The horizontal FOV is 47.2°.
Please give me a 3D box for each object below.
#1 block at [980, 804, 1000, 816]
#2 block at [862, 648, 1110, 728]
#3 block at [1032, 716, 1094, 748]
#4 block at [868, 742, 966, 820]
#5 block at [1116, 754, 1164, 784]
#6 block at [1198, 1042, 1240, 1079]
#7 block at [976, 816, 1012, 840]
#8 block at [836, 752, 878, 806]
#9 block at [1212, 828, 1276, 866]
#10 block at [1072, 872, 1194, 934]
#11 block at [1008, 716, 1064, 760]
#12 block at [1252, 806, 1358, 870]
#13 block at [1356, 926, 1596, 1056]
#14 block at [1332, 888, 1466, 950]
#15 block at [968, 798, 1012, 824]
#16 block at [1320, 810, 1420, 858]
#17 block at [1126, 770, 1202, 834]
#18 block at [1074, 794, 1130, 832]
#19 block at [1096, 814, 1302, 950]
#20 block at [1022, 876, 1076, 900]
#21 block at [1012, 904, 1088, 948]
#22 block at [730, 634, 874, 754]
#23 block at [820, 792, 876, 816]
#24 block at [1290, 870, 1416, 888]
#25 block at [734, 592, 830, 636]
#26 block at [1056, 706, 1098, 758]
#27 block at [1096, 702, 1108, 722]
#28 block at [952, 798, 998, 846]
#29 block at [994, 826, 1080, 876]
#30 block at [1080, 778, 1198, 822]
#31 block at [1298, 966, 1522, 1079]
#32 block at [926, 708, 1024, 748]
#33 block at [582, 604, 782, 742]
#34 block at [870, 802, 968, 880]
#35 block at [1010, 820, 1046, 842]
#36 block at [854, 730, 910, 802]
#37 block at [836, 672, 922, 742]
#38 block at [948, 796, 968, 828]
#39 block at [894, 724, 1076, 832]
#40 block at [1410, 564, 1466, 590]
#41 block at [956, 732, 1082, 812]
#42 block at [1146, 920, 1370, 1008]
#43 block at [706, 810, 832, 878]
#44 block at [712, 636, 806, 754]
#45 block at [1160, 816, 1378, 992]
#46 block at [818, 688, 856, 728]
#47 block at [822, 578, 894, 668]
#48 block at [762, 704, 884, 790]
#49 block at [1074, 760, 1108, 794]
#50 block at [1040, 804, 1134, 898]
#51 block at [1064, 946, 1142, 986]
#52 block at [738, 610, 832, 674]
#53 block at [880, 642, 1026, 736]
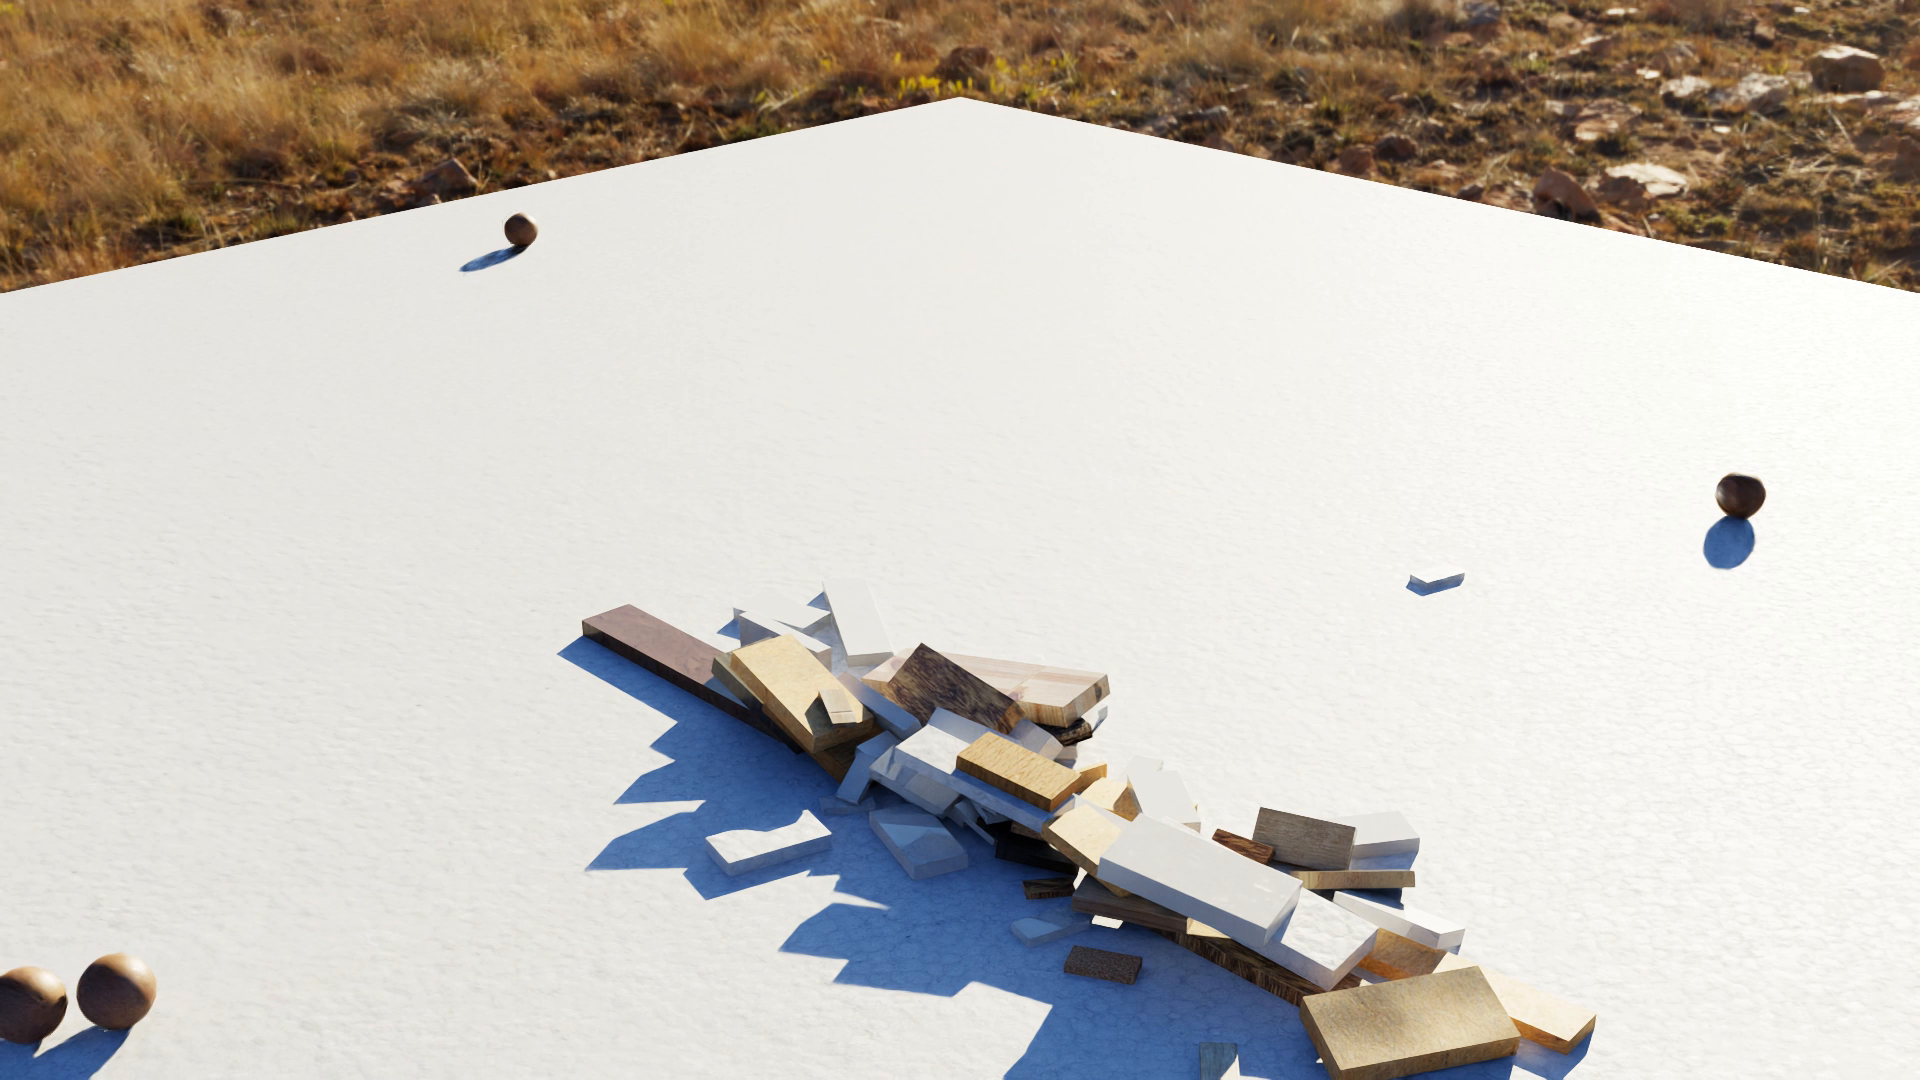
[{"bbox_3d":[0.090,0.515,4.356,0.095,0.013,0.047,-20,36,-38],"label":"block"},{"bbox_3d":[0.051,0.319,4.811,0.556,0.047,0.167,5,25,38],"label":"block"},{"bbox_3d":[0.188,0.386,4.666,0.107,0.030,0.213,-17,21,-17],"label":"block"},{"bbox_3d":[-0.082,0.485,4.437,0.185,0.026,0.093,27,44,23],"label":"block"},{"bbox_3d":[0.374,0.490,4.583,0.064,0.018,0.128,9,25,21],"label":"block"},{"bbox_3d":[0.432,0.882,3.660,0.063,0.018,0.126,1,23,3],"label":"block"},{"bbox_3d":[0.096,0.575,4.343,0.118,0.017,0.059,33,39,28],"label":"block"},{"bbox_3d":[-0.206,0.486,4.485,0.053,0.015,0.106,14,60,28],"label":"block"},{"bbox_3d":[0.542,0.608,4.266,0.126,0.018,0.063,16,60,33],"label":"block"},{"bbox_3d":[0.329,0.666,4.071,0.221,0.031,0.110,9,24,20],"label":"block"},{"bbox_3d":[0.049,0.419,4.587,0.167,0.047,0.335,-51,41,-9],"label":"block"},{"bbox_3d":[0.665,0.586,4.266,0.192,0.096,0.027,10,-17,22],"label":"block"},{"bbox_3d":[0.722,0.728,4.007,0.887,0.030,0.105,19,29,37],"label":"block"},{"bbox_3d":[0.805,0.694,4.039,0.217,0.031,0.108,18,8,36],"label":"block"},{"bbox_3d":[0.061,0.525,4.376,0.059,0.017,0.118,-7,24,-18],"label":"block"},{"bbox_3d":[0.784,0.585,4.342,0.217,0.031,0.108,-5,23,-11],"label":"block"},{"bbox_3d":[0.406,0.527,4.400,0.105,0.030,0.210,-3,23,-7],"label":"block"},{"bbox_3d":[0.184,0.530,4.296,0.304,0.032,0.113,24,34,30],"label":"block"},{"bbox_3d":[0.430,0.610,3.953,0.328,0.046,0.164,21,33,24],"label":"block"},{"bbox_3d":[0.169,0.662,4.183,0.095,0.013,0.047,-3,23,-8],"label":"block"},{"bbox_3d":[0.166,0.712,4.060,0.128,0.018,0.064,-12,26,-27],"label":"block"},{"bbox_3d":[-0.336,0.321,4.655,0.153,0.043,0.306,-17,45,-37],"label":"block"},{"bbox_3d":[-0.229,0.536,4.477,0.106,0.015,0.053,-5,23,-11],"label":"block"},{"bbox_3d":[0.739,0.640,4.149,0.217,0.031,0.108,-1,-7,-1],"label":"block"},{"bbox_3d":[-0.429,0.182,5.293,0.213,0.030,0.107,15,27,31],"label":"block"},{"bbox_3d":[0.225,0.408,4.676,0.096,0.027,0.192,-2,21,19],"label":"block"},{"bbox_3d":[0.214,0.397,4.791,0.096,0.027,0.228,19,29,37],"label":"block"},{"bbox_3d":[0.047,0.558,4.382,0.059,0.017,0.118,-21,47,-41],"label":"block"},{"bbox_3d":[0.153,0.604,4.269,0.164,0.023,0.082,12,24,1],"label":"block"},{"bbox_3d":[0.356,0.542,4.442,0.221,0.031,0.110,13,26,28],"label":"block"},{"bbox_3d":[0.759,0.821,3.716,0.328,0.046,0.164,-7,37,-14],"label":"block"},{"bbox_3d":[0.015,0.423,4.471,0.210,0.030,0.105,20,67,33],"label":"block"},{"bbox_3d":[-0.591,0.295,5.016,0.137,0.039,0.745,-20,30,-39],"label":"block"},{"bbox_3d":[-0.083,0.589,4.330,0.113,0.032,0.227,-10,25,-22],"label":"block"},{"bbox_3d":[0.160,0.545,4.354,0.082,0.023,0.164,14,20,11],"label":"block"},{"bbox_3d":[-0.120,0.473,4.533,0.185,0.026,0.093,38,41,26],"label":"block"},{"bbox_3d":[-0.157,0.388,4.667,0.039,0.137,0.275,-39,38,-19],"label":"block"},{"bbox_3d":[-0.026,0.506,4.472,0.185,0.026,0.093,36,40,30],"label":"block"},{"bbox_3d":[0.047,0.467,4.320,0.359,0.031,0.111,23,33,29],"label":"block"},{"bbox_3d":[1.199,0.091,5.523,0.126,0.018,0.063,-13,26,-28],"label":"block"},{"bbox_3d":[0.114,0.452,4.295,0.221,0.031,0.111,23,33,28],"label":"block"},{"bbox_3d":[0.529,0.746,3.963,0.110,0.031,0.515,-21,31,-40],"label":"block"},{"bbox_3d":[-0.376,0.595,4.319,0.221,0.031,0.111,-13,26,-27],"label":"block"},{"bbox_3d":[-0.385,0.335,4.771,0.153,0.043,0.306,-20,47,-39],"label":"block"},{"bbox_3d":[0.515,0.653,3.988,0.459,0.046,0.164,25,35,30],"label":"block"},{"bbox_3d":[-0.256,0.352,4.588,0.053,0.015,0.106,-2,38,-22],"label":"block"},{"bbox_3d":[-0.247,0.193,5.268,0.107,0.030,0.432,-4,23,-10],"label":"block"},{"bbox_3d":[-0.261,0.407,4.636,0.153,0.043,0.306,-21,47,-40],"label":"block"},{"bbox_3d":[0.262,0.492,4.541,0.095,0.047,0.013,-14,27,-30],"label":"block"},{"bbox_3d":[0.270,0.585,4.145,0.113,0.032,0.227,-18,36,-36],"label":"block"},{"bbox_3d":[0.257,0.762,3.942,0.128,0.018,0.064,7,24,17],"label":"block"},{"bbox_3d":[-0.394,0.267,4.956,0.039,0.137,0.274,-21,31,-40],"label":"block"},{"bbox_3d":[-0.026,0.352,4.632,0.167,0.047,0.335,-51,41,-9],"label":"block"}]
